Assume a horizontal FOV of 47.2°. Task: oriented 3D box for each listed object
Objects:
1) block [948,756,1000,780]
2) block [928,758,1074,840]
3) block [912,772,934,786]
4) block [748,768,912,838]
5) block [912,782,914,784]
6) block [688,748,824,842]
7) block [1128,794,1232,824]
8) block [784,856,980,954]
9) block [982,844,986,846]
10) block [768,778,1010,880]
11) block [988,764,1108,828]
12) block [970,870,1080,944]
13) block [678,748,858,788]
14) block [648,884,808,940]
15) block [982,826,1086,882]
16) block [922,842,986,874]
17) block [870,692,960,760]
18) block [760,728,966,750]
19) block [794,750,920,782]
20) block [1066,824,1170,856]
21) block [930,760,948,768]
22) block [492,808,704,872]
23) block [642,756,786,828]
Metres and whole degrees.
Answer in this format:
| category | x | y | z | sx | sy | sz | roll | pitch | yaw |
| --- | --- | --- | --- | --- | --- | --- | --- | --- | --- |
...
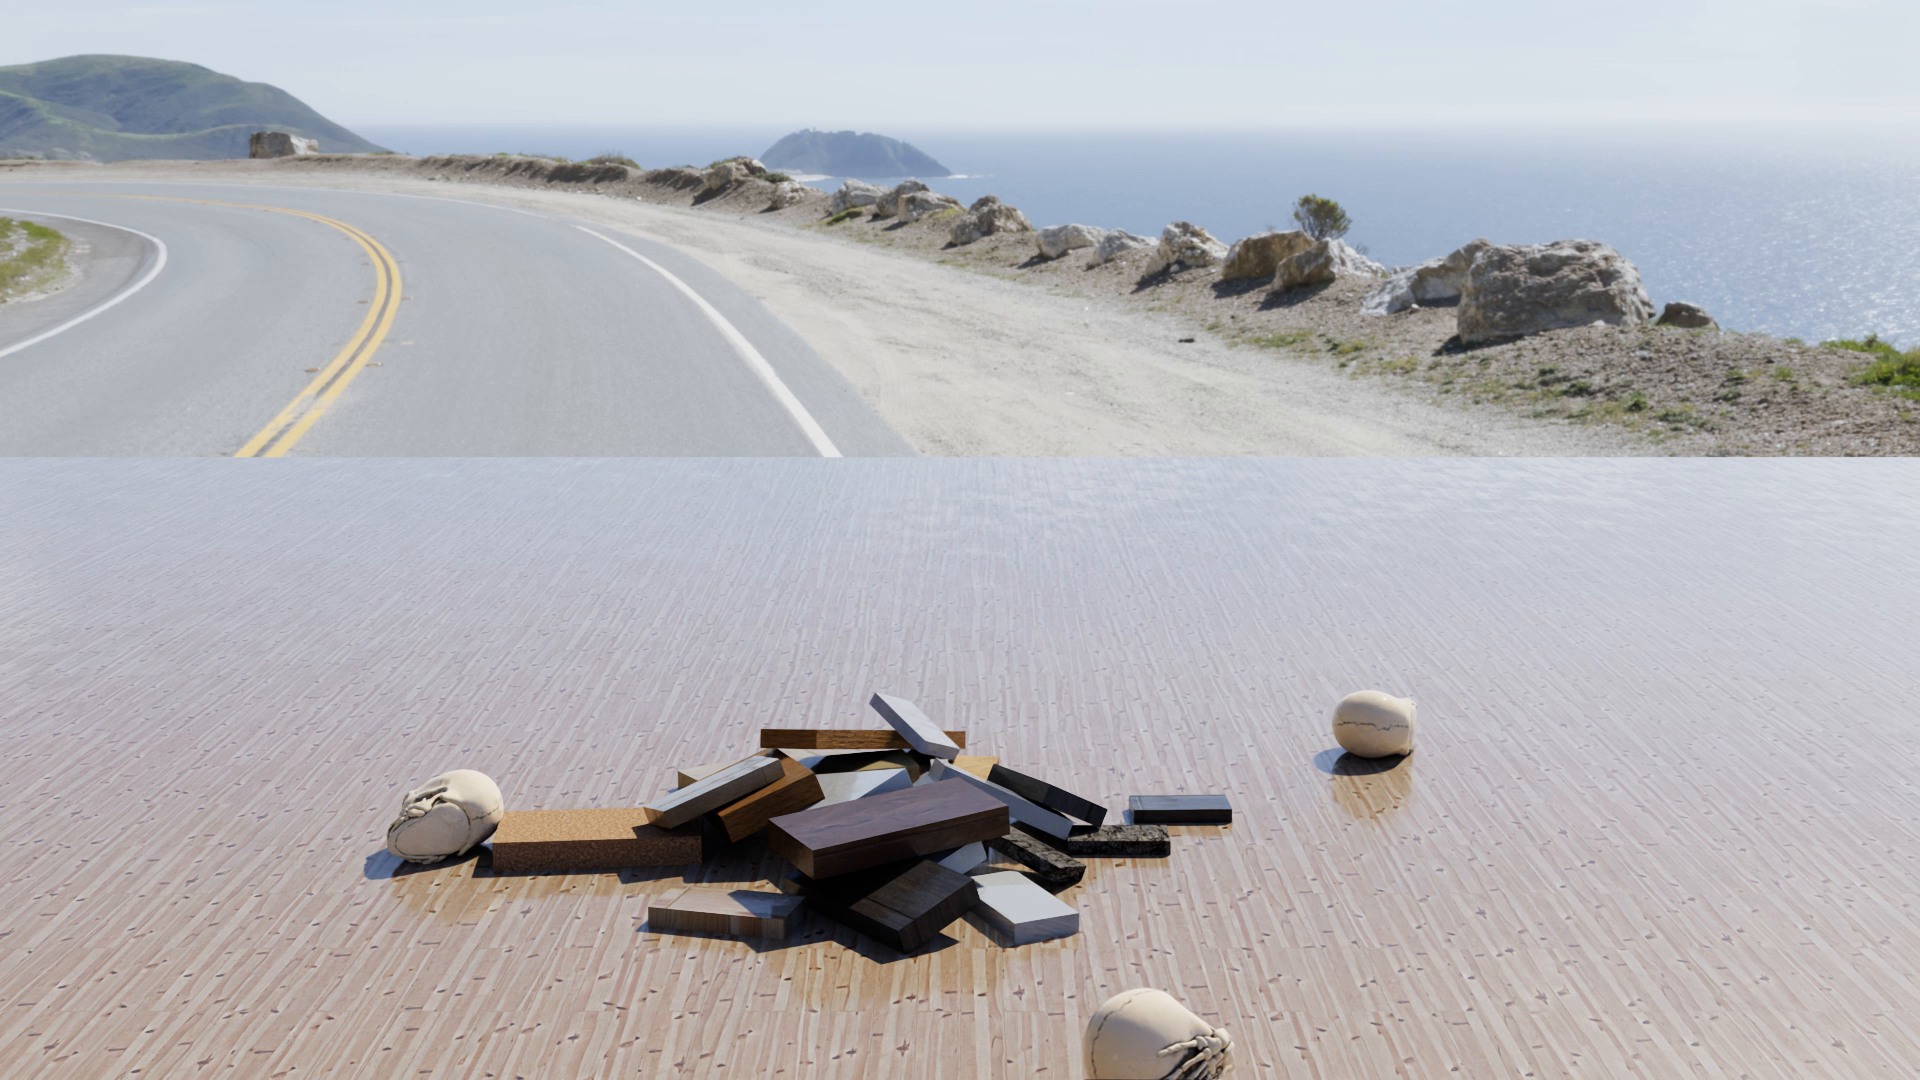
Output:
| category | x | y | z | sx | sy | sz | roll | pitch | yaw |
| --- | --- | --- | --- | --- | --- | --- | --- | --- | --- |
| block | 0.017 | 0.451 | 4.197 | 0.094 | 0.027 | 0.189 | 1 | 11 | 7 |
| block | 0.071 | 0.461 | 3.924 | 0.251 | 0.036 | 0.126 | 25 | -2 | -9 |
| block | -0.043 | 0.490 | 3.972 | 0.104 | 0.029 | 0.208 | -42 | 25 | -15 |
| block | -0.238 | 0.465 | 3.883 | 0.158 | 0.045 | 0.316 | -29 | 11 | -38 |
| block | -0.220 | 0.471 | 4.218 | 0.237 | 0.034 | 0.118 | -8 | 13 | -36 |
| block | -0.372 | 0.455 | 3.967 | 0.178 | 0.050 | 0.356 | -24 | 9 | -14 |
| block | 0.409 | 0.499 | 4.086 | 0.181 | 0.026 | 0.090 | 0 | 11 | -2 |
| block | -0.129 | 0.564 | 3.550 | 0.158 | 0.045 | 0.316 | -30 | 26 | -31 |
| block | 0.018 | 0.513 | 3.959 | 0.055 | 0.016 | 0.111 | -2 | 26 | -5 |
| block | -0.117 | 0.474 | 3.639 | 0.356 | 0.050 | 0.178 | -9 | 14 | -27 |
| block | 0.157 | 0.465 | 4.016 | 0.126 | 0.036 | 0.251 | 26 | -7 | -22 |
| block | 0.089 | 0.593 | 3.567 | 0.114 | 0.032 | 0.229 | -5 | 12 | -25 |
| block | -0.366 | 0.453 | 4.316 | 0.360 | 0.034 | 0.118 | -7 | 13 | -35 |
| block | -0.373 | 0.597 | 3.541 | 0.229 | 0.032 | 0.114 | 3 | 11 | 15 |
| block | 0.064 | 0.507 | 3.783 | 0.318 | 0.026 | 0.090 | 24 | 8 | 33 |
| block | -0.111 | 0.524 | 3.763 | 0.158 | 0.045 | 0.316 | -29 | 24 | -27 |
| block | -0.089 | 0.363 | 4.287 | 0.094 | 0.027 | 0.189 | 18 | 15 | -42 |
| block | -0.179 | 0.388 | 4.277 | 0.126 | 0.036 | 0.540 | -2 | -5 | 30 |
| block | -0.208 | 0.440 | 4.199 | 0.237 | 0.034 | 0.118 | -3 | 11 | -17 |
| block | 0.280 | 0.533 | 3.907 | 0.181 | 0.026 | 0.090 | 0 | 11 | 0 |
| block | -0.003 | 0.476 | 4.209 | 0.095 | 0.027 | 0.315 | -1 | 11 | -3 |
| block | -0.634 | 0.525 | 3.881 | 0.356 | 0.050 | 0.178 | -1 | 11 | -6 |
| block | -0.433 | 0.443 | 3.874 | 0.229 | 0.032 | 0.114 | -23 | 8 | -25 |
